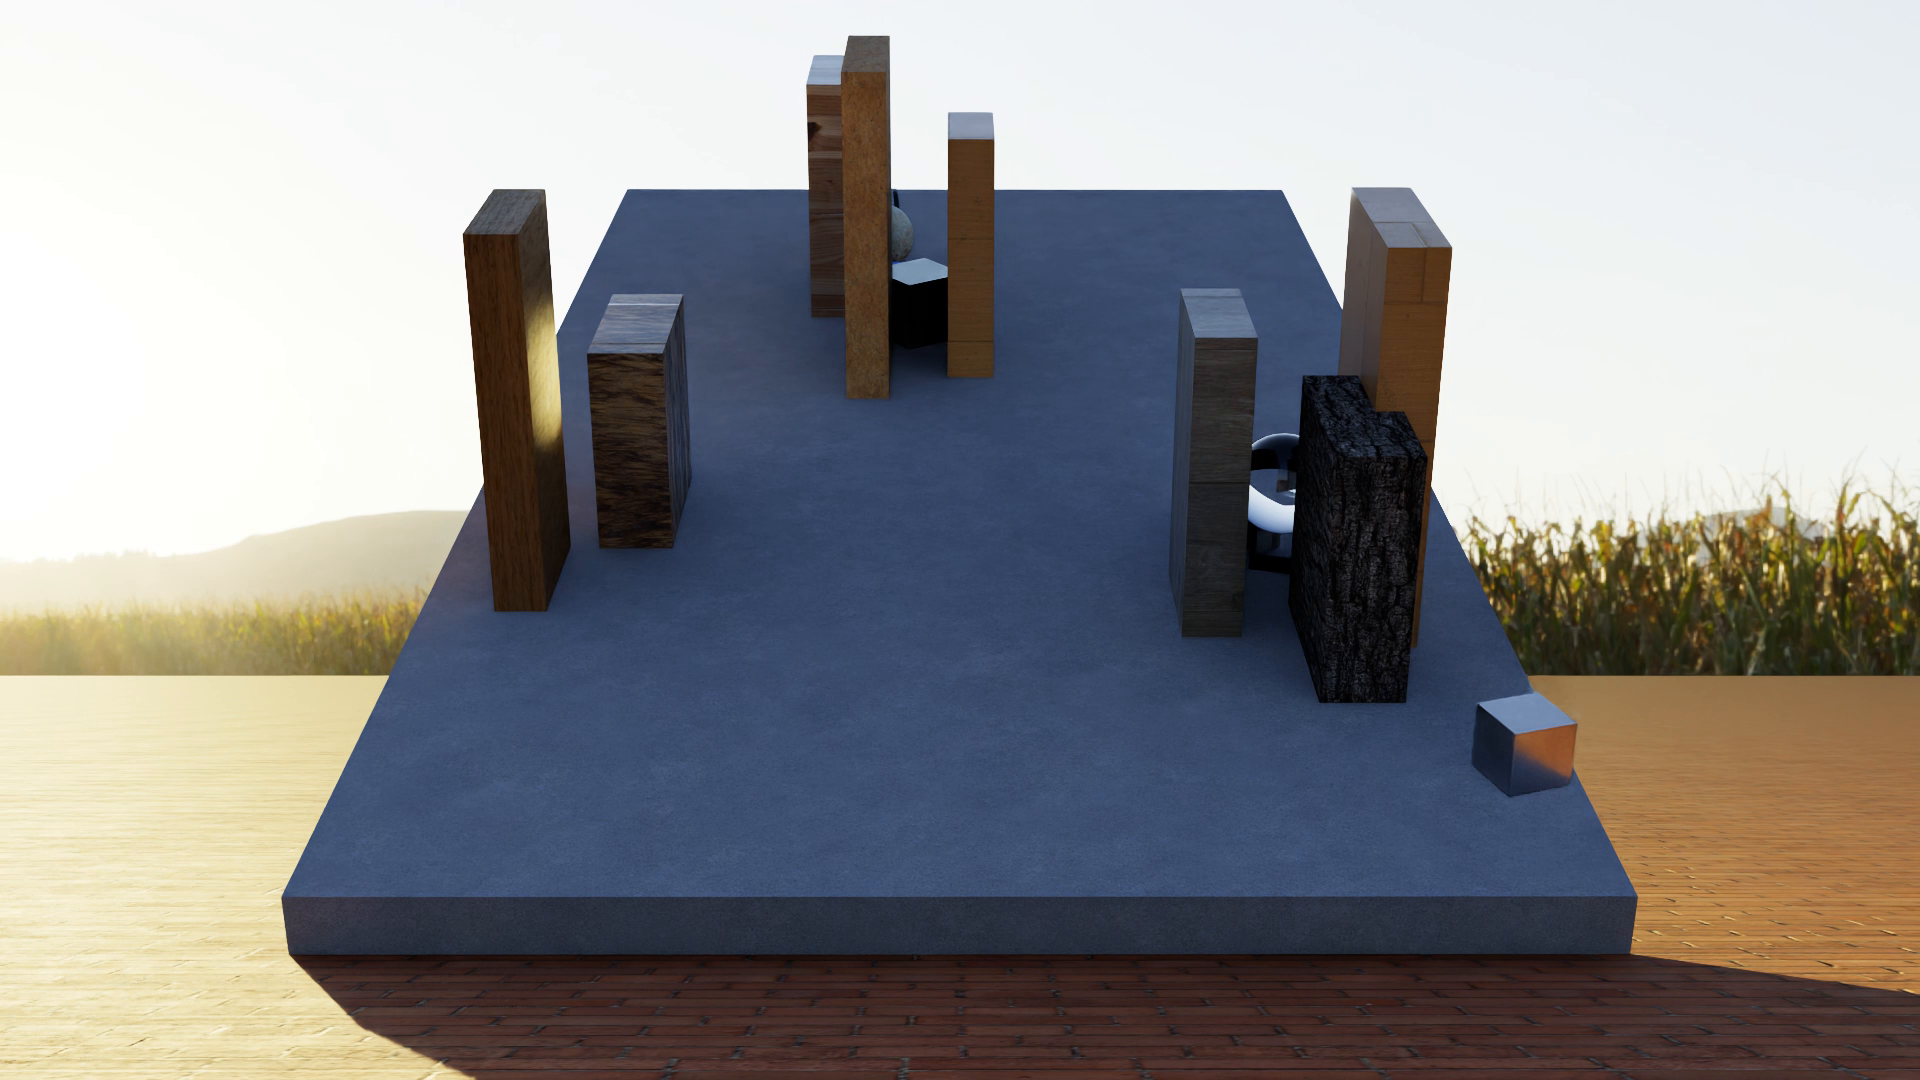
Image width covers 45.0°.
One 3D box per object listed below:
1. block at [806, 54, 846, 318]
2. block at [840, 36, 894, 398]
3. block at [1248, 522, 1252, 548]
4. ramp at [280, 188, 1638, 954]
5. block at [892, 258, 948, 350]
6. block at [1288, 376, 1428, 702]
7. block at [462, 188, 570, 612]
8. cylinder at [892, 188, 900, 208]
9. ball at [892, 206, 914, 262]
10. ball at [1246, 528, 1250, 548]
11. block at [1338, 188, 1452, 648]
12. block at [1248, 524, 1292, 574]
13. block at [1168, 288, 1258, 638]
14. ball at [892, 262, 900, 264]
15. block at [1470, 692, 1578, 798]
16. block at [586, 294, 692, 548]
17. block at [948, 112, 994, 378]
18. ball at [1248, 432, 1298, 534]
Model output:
[{"bbox_3d":[-0.306,-0.913,5.970,0.147,0.598,0.348,0,24,0],"label":"block"},{"bbox_3d":[-0.213,-0.757,5.412,0.098,0.758,0.406,0,24,0],"label":"block"},{"bbox_3d":[0.557,-0.072,4.630,0.131,0.131,0.131,-15,28,-30],"label":"block"},{"bbox_3d":[-0.008,-0.227,5.271,2.000,0.100,4.000,0,24,0],"label":"ramp"},{"bbox_3d":[-0.106,-0.589,5.770,0.165,0.165,0.165,-17,29,-33],"label":"block"},{"bbox_3d":[0.692,-0.008,4.079,0.149,0.453,0.400,0,24,0],"label":"block"},{"bbox_3d":[-0.817,-0.259,4.309,0.097,0.724,0.302,0,24,0],"label":"block"},{"bbox_3d":[-0.262,-0.889,6.449,0.172,0.172,0.172,-4,-3,-8],"label":"cylinder"},{"bbox_3d":[-0.214,-0.824,6.294,0.177,0.177,0.177,0,-3,0],"label":"ball"},{"bbox_3d":[0.507,-0.010,4.509,0.113,0.113,0.113,0,-3,0],"label":"ball"},{"bbox_3d":[0.770,-0.226,4.213,0.109,0.746,0.390,0,24,0],"label":"block"},{"bbox_3d":[0.637,-0.017,4.512,0.123,0.123,0.123,7,24,15],"label":"block"},{"bbox_3d":[0.458,-0.142,4.236,0.108,0.573,0.282,0,24,0],"label":"block"},{"bbox_3d":[-0.161,-0.638,5.912,0.142,0.142,0.142,0,-3,0],"label":"ball"},{"bbox_3d":[0.907,0.329,3.733,0.114,0.114,0.114,-8,25,-18],"label":"block"},{"bbox_3d":[-0.640,-0.244,4.673,0.144,0.406,0.373,0,24,0],"label":"block"},{"bbox_3d":[0.024,-0.704,5.522,0.108,0.574,0.269,0,24,0],"label":"block"},{"bbox_3d":[0.607,-0.106,4.358,0.190,0.190,0.190,0,-3,0],"label":"ball"}]
